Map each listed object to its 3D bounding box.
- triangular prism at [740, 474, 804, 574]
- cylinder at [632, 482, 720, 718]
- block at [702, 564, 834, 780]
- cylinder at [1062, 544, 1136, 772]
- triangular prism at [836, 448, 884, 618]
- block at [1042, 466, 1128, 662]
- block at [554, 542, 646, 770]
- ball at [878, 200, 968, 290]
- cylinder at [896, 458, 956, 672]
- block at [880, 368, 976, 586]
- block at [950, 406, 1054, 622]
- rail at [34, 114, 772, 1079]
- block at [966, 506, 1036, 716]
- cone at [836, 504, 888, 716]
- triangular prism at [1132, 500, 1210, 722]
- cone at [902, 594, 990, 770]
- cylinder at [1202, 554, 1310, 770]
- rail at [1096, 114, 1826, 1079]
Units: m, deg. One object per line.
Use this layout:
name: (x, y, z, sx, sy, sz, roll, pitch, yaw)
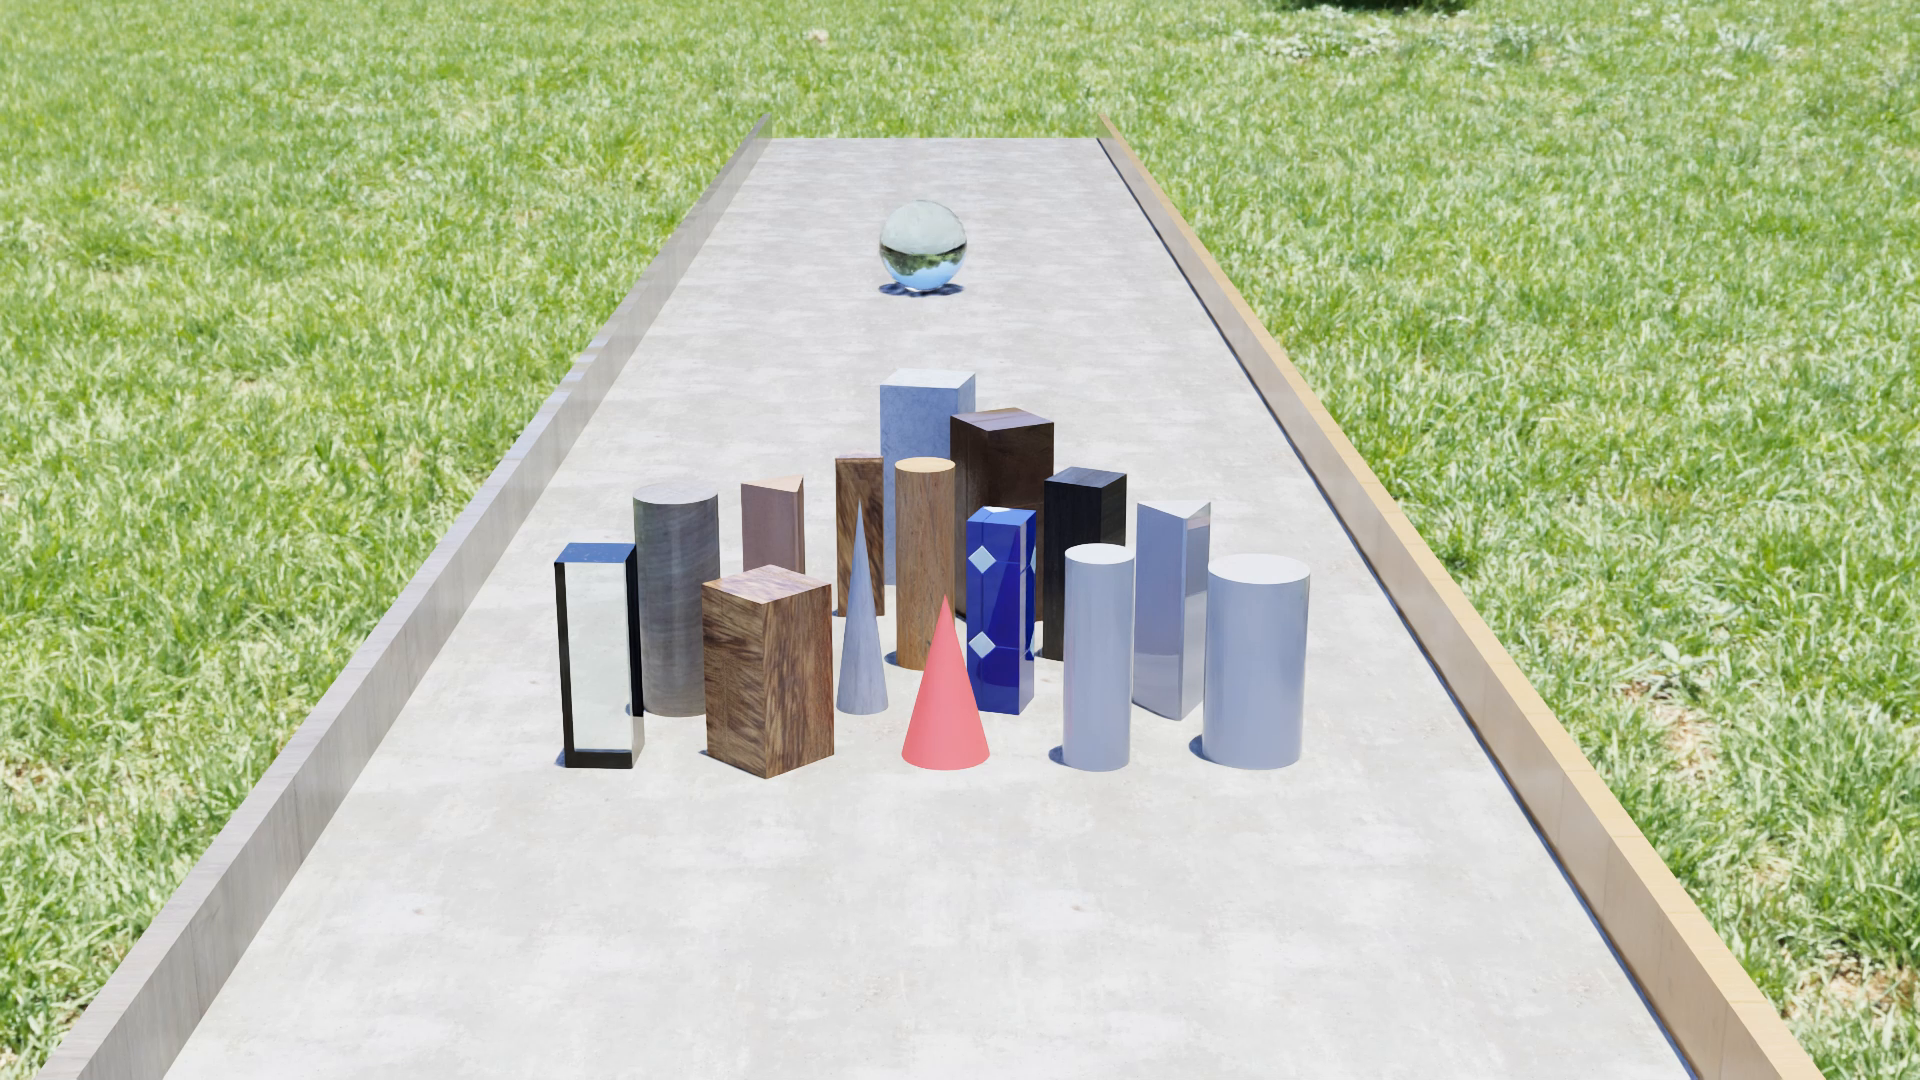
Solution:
triangular prism: (-0.346, 0.057, 4.398, 0.133, 0.363, 0.115, 10, 19, 30)
cylinder: (-0.527, 0.111, 4.126, 0.157, 0.414, 0.157, 0, 17, 0)
block: (-0.338, 0.230, 3.888, 0.161, 0.322, 0.161, 16, 23, 42)
cylinder: (0.243, 0.207, 3.861, 0.121, 0.382, 0.121, 0, 17, 0)
triangular prism: (-0.213, -0.017, 4.671, 0.099, 0.349, 0.086, -1, 17, -5)
block: (0.249, 0.053, 4.398, 0.123, 0.371, 0.123, 9, 19, 27)
block: (-0.633, 0.204, 3.875, 0.120, 0.380, 0.120, 1, 17, 3)
ball: (-0.142, -1.130, 8.429, 0.341, 0.341, 0.341, 0, 17, 0)
cylinder: (-0.068, 0.048, 4.352, 0.118, 0.407, 0.118, 0, 17, 0)
block: (-0.069, -0.137, 4.888, 0.173, 0.456, 0.173, 4, 17, 13)
block: (0.087, -0.046, 4.630, 0.158, 0.429, 0.158, -9, 19, -28)
rail: (-1.118, -0.838, 7.780, 0.050, 0.150, 12.000, 0, 17, -1)
block: (0.077, 0.133, 4.130, 0.104, 0.371, 0.104, 5, 17, 17)
cone: (-0.185, 0.118, 4.111, 0.100, 0.410, 0.100, 0, 17, 0)
triangular prism: (0.417, 0.124, 4.121, 0.118, 0.393, 0.136, -11, 20, -33)
cone: (-0.026, 0.238, 3.897, 0.159, 0.301, 0.159, 0, 17, 0)
cylinder: (0.524, 0.215, 3.902, 0.179, 0.344, 0.179, 0, 17, 0)
rail: (0.932, -0.844, 7.801, 0.050, 0.150, 12.000, 0, 17, -1)
